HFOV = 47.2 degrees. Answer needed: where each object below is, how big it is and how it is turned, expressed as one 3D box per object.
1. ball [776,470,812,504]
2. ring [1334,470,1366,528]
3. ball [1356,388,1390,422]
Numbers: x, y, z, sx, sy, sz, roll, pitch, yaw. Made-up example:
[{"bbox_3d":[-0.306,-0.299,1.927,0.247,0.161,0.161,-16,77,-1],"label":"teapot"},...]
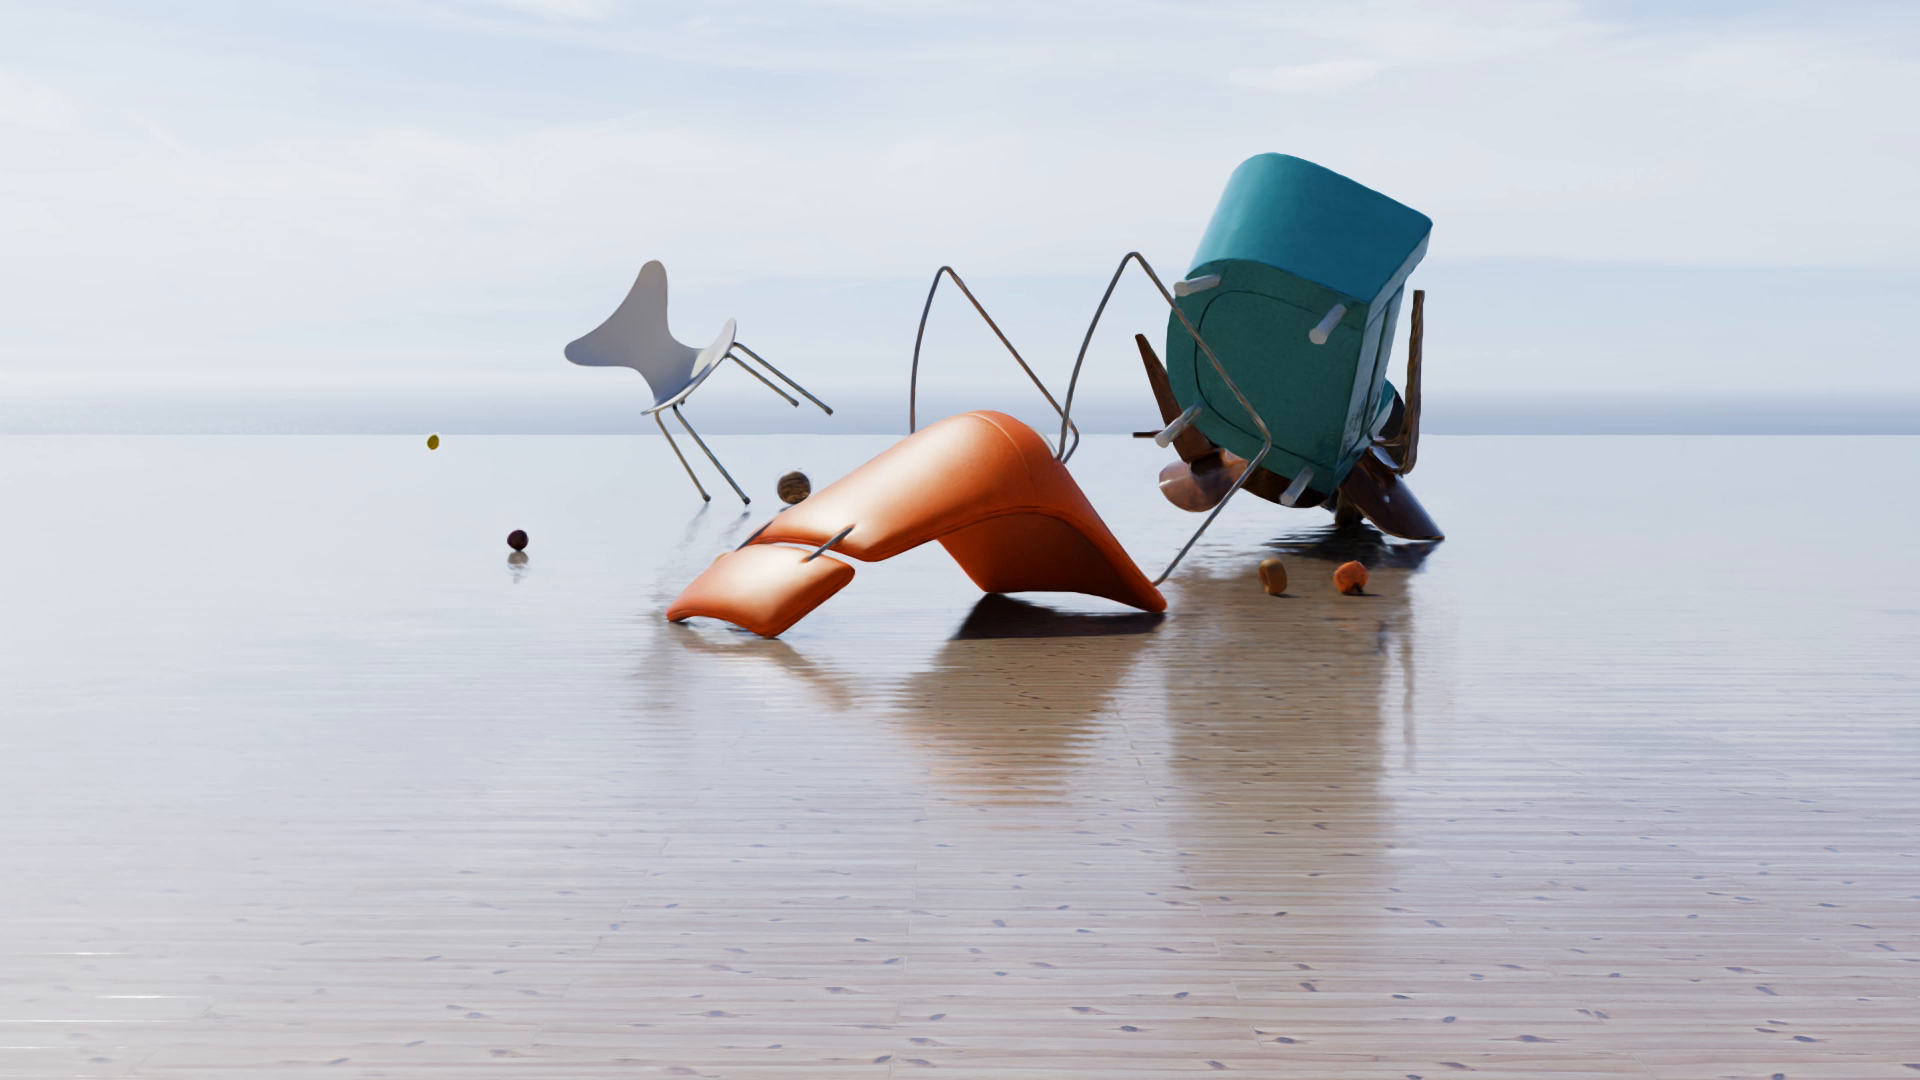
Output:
[{"bbox_3d":[-0.644,-0.204,8.520,0.137,0.137,0.137,0,4,0],"label":"ball"},{"bbox_3d":[1.256,-0.134,7.081,0.072,0.179,0.210,16,48,9],"label":"ring"},{"bbox_3d":[1.450,-0.475,7.732,0.114,0.114,0.114,0,4,0],"label":"ball"}]
